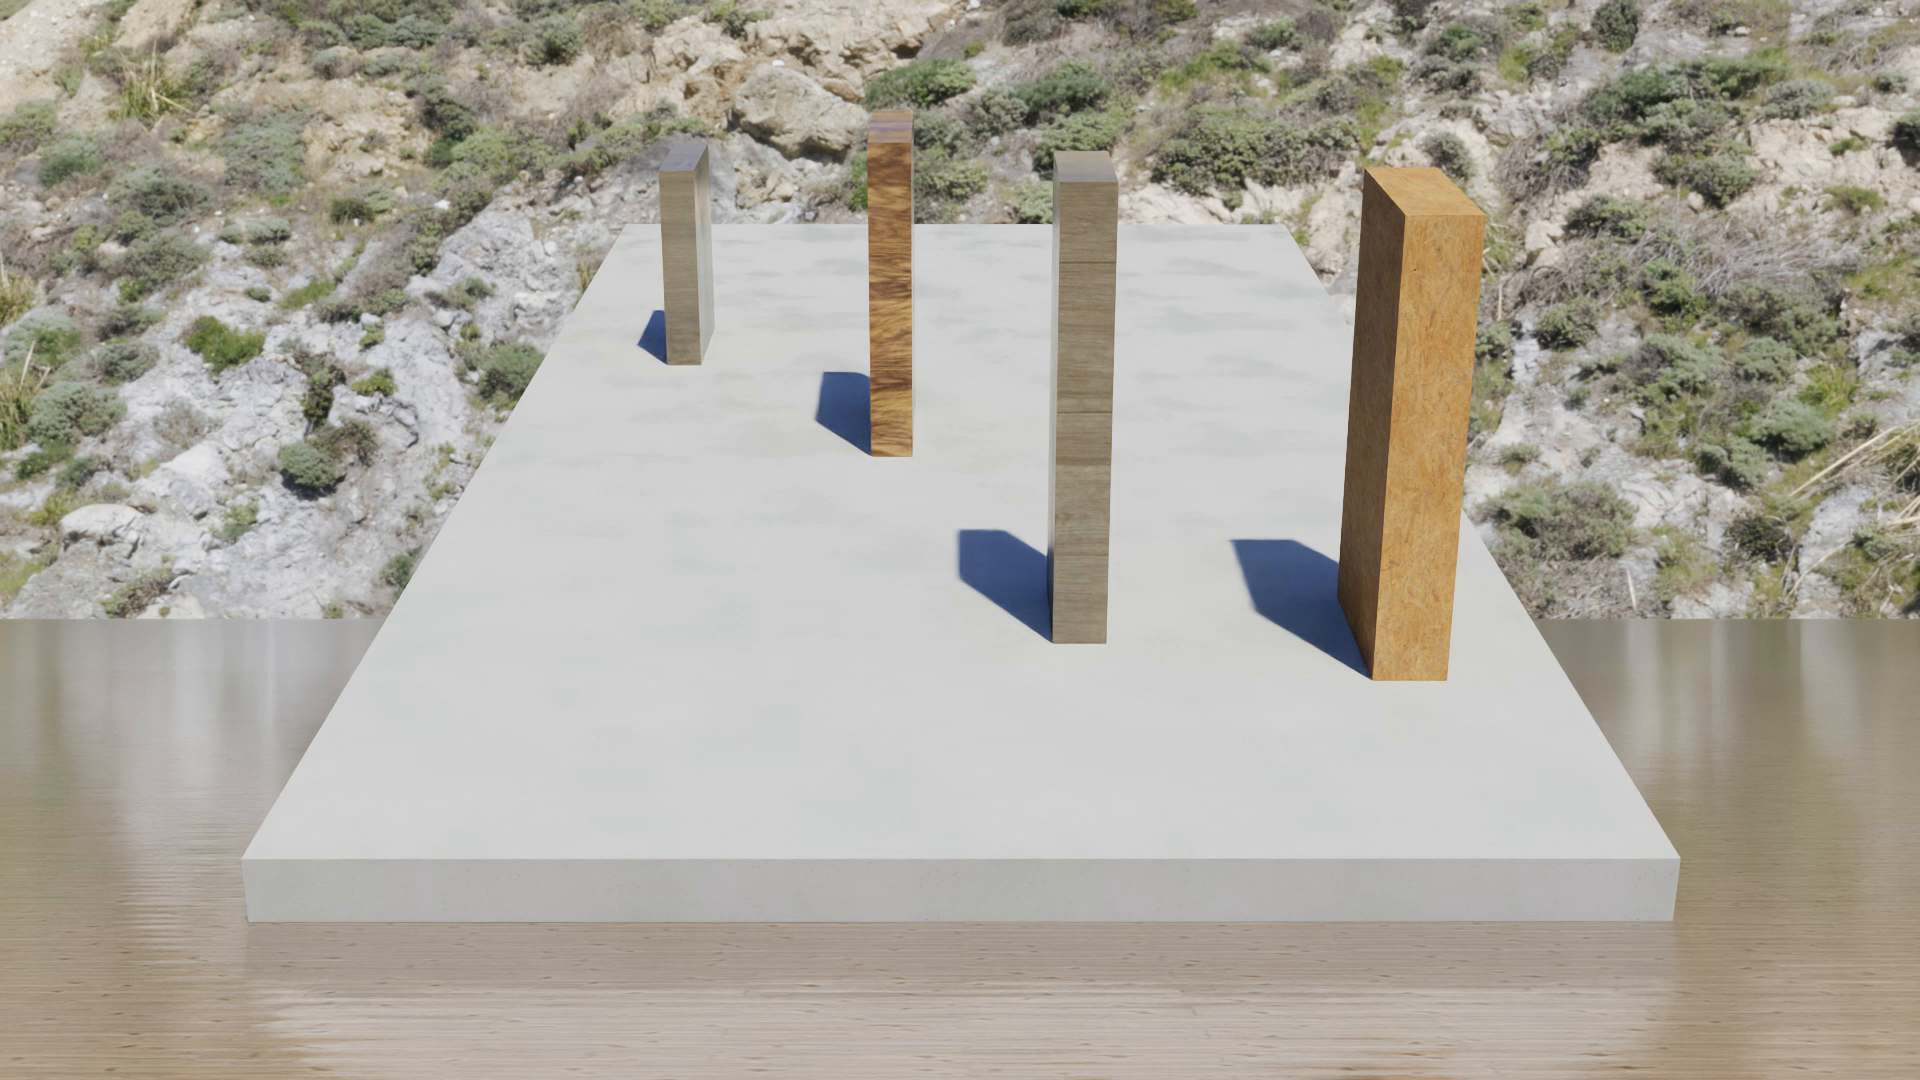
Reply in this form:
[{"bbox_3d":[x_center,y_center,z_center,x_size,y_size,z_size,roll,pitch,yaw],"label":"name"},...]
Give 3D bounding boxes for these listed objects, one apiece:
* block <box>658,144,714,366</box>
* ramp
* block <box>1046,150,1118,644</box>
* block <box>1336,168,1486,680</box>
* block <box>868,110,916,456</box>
[{"bbox_3d":[-0.662,-0.699,5.536,0.081,0.471,0.339,0,21,0],"label":"block"},{"bbox_3d":[-0.005,-0.211,5.049,2.000,0.100,4.000,0,21,0],"label":"ramp"},{"bbox_3d":[0.204,-0.240,3.853,0.092,0.793,0.258,0,21,0],"label":"block"},{"bbox_3d":[0.737,-0.196,3.765,0.122,0.774,0.367,0,21,0],"label":"block"},{"bbox_3d":[-0.144,-0.555,4.876,0.088,0.666,0.385,0,21,0],"label":"block"}]
